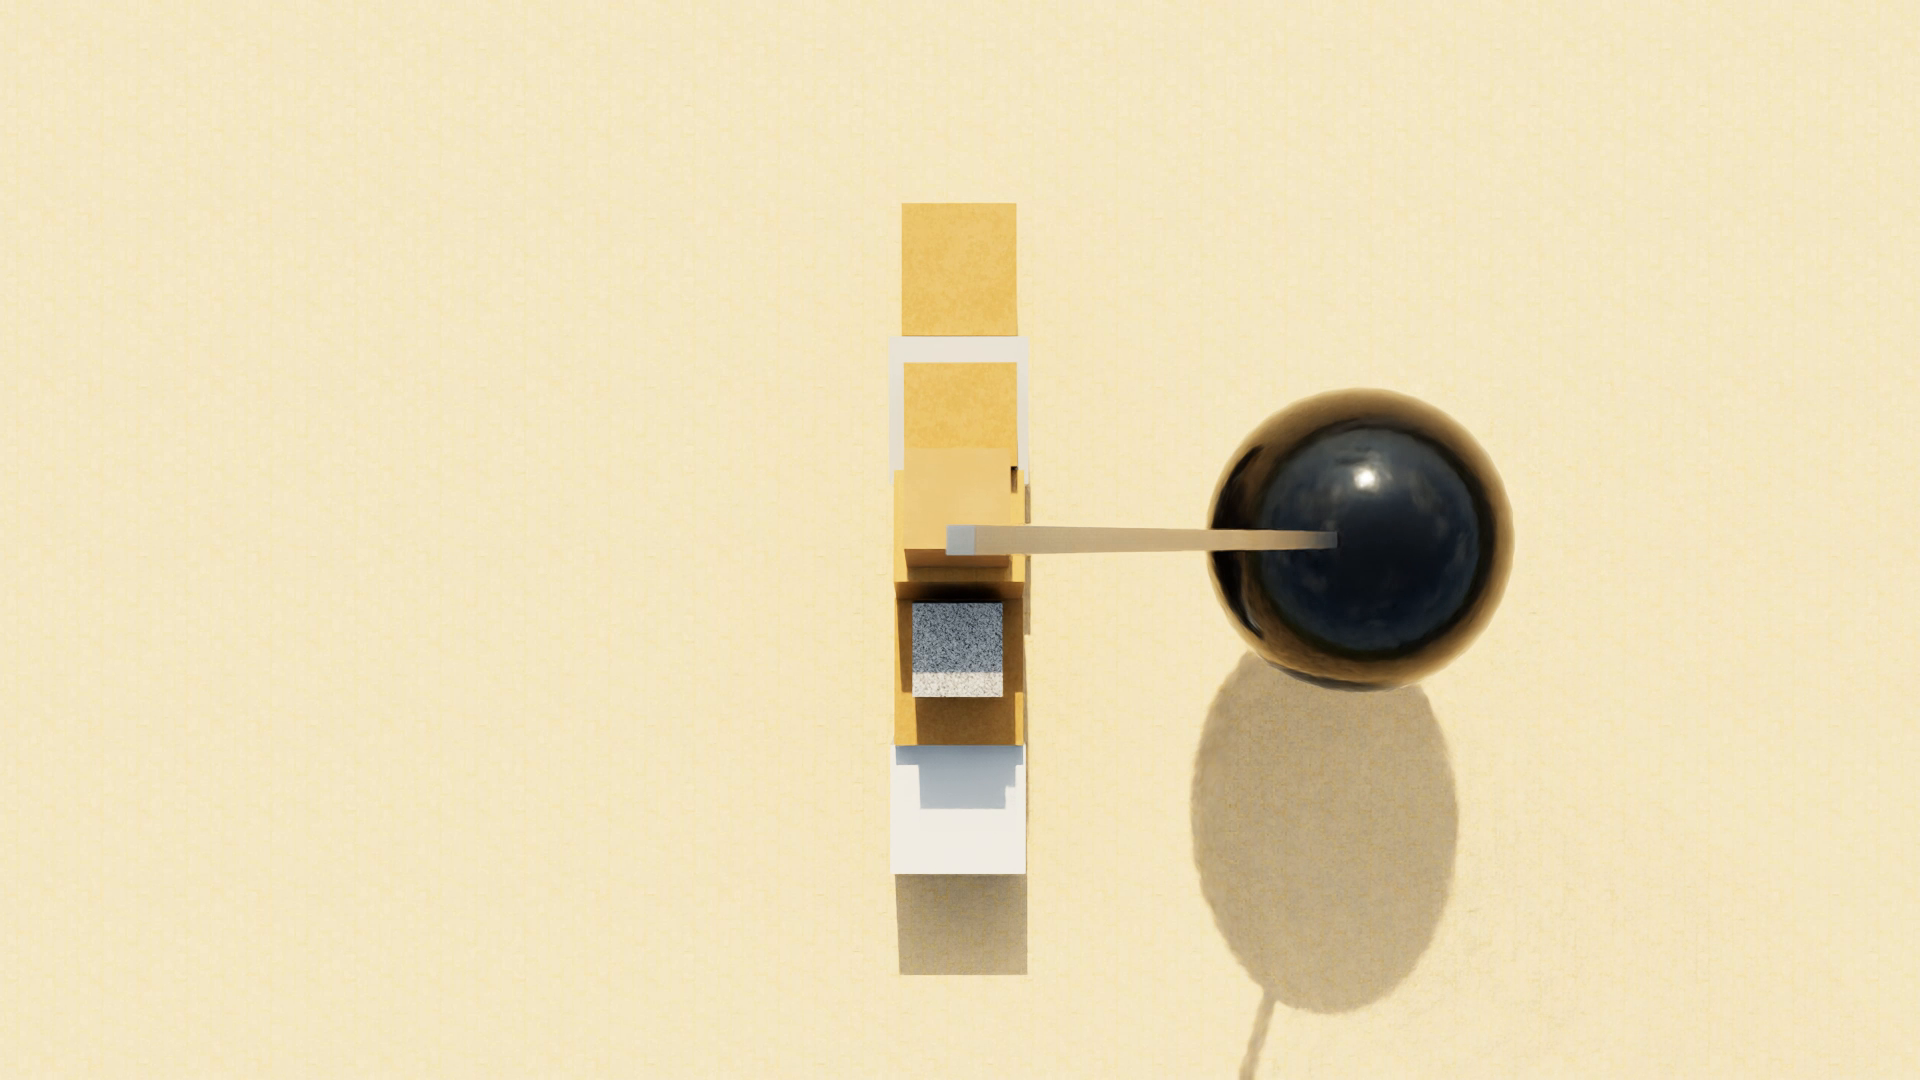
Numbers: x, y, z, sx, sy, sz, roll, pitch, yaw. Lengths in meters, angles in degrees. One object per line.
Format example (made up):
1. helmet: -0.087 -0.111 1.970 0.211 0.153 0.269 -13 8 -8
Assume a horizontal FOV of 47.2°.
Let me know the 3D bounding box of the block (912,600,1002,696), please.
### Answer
1. block: -0.013 0.586 11.970 0.479 0.517 0.499 0 90 0

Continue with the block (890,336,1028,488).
1. block: -0.006 -0.718 12.592 0.773 0.817 0.818 0 90 0

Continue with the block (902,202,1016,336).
1. block: -0.005 -1.505 12.613 0.640 0.773 0.737 0 90 0

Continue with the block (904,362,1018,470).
1. block: 0.002 -0.663 11.887 0.598 0.592 0.548 0 90 0

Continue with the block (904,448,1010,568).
1. block: -0.014 -0.158 11.417 0.540 0.573 0.516 0 80 0

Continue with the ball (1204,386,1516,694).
1. ball: 2.074 0.000 11.464 1.600 1.600 1.600 0 90 0

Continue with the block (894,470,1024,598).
1. block: -0.005 -0.023 11.988 0.697 0.599 0.603 0 80 0

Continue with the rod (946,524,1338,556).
1. rod: 0.899 0.000 8.274 0.080 5.200 0.080 0 90 20

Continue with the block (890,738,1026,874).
1. block: -0.011 1.513 12.673 0.758 0.655 0.722 0 90 0

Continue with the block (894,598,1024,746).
1. block: -0.007 0.733 12.614 0.716 0.771 0.817 0 90 0
